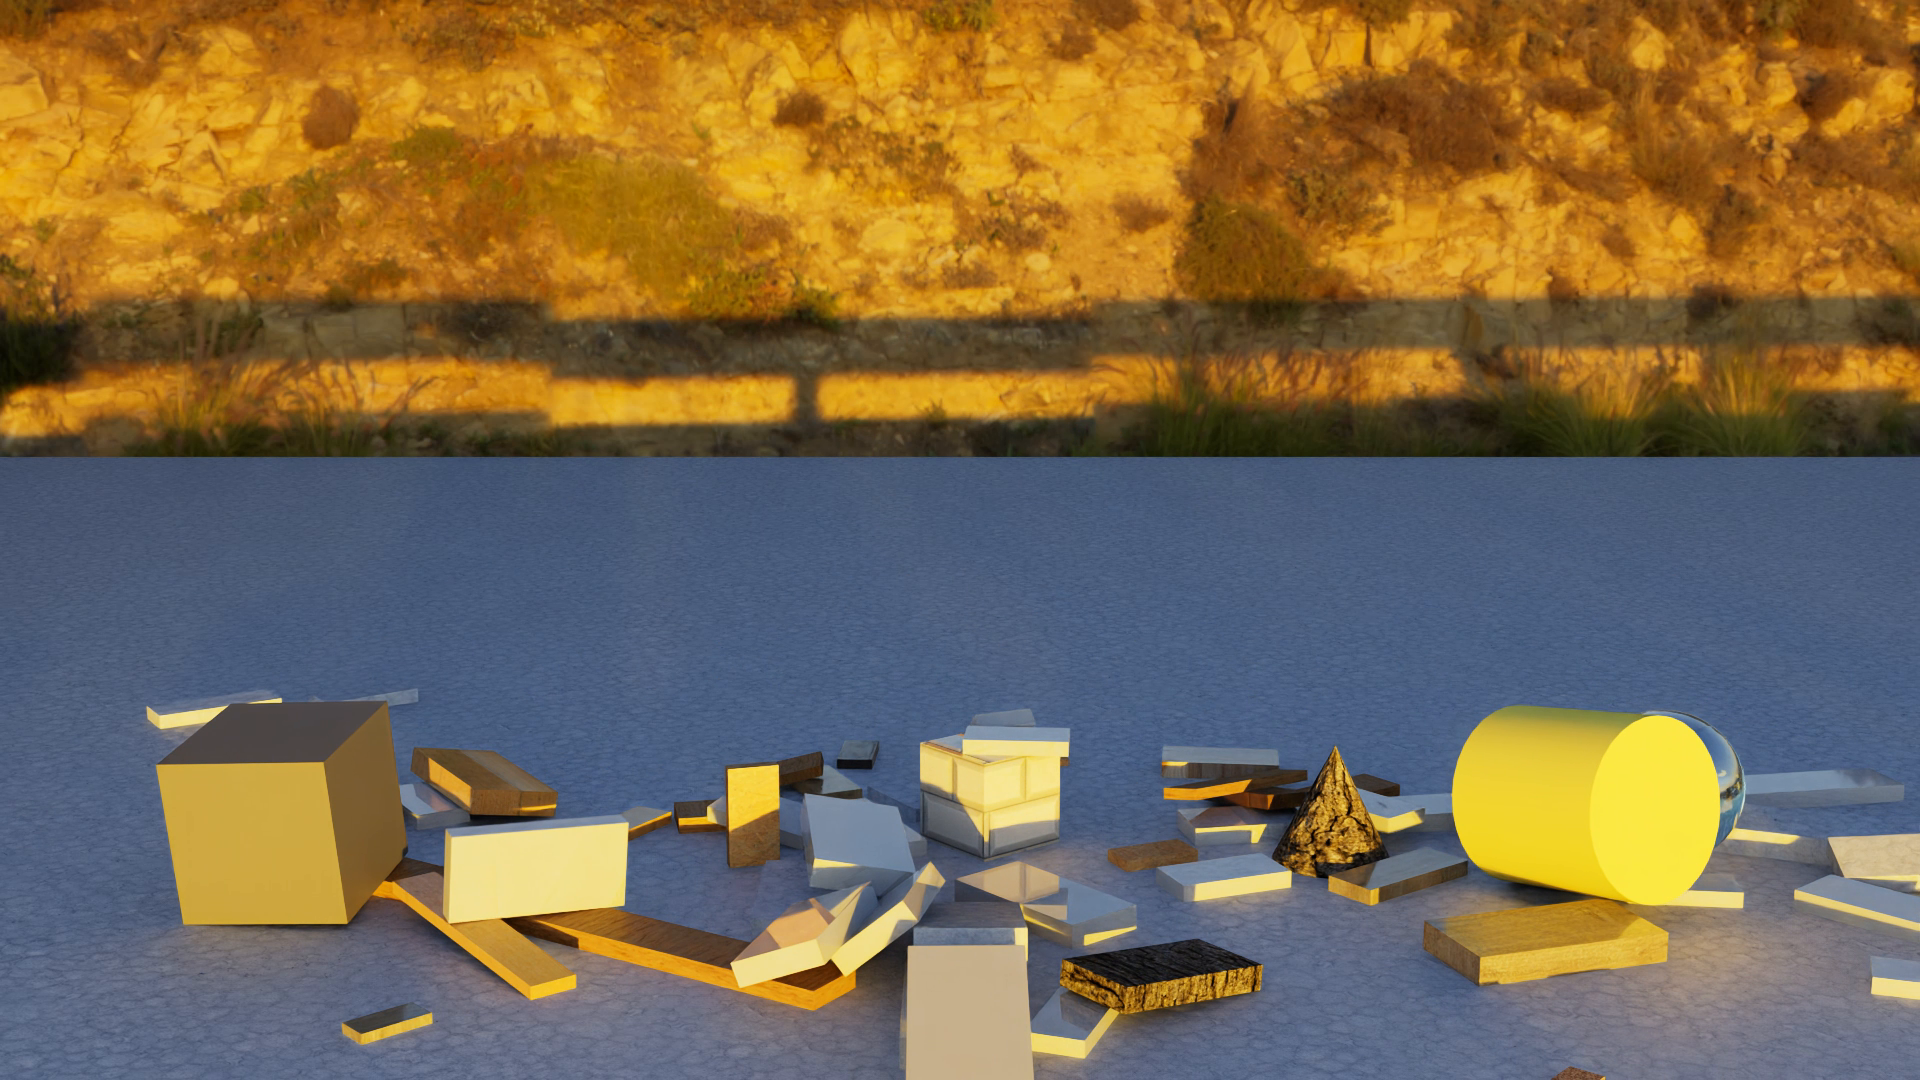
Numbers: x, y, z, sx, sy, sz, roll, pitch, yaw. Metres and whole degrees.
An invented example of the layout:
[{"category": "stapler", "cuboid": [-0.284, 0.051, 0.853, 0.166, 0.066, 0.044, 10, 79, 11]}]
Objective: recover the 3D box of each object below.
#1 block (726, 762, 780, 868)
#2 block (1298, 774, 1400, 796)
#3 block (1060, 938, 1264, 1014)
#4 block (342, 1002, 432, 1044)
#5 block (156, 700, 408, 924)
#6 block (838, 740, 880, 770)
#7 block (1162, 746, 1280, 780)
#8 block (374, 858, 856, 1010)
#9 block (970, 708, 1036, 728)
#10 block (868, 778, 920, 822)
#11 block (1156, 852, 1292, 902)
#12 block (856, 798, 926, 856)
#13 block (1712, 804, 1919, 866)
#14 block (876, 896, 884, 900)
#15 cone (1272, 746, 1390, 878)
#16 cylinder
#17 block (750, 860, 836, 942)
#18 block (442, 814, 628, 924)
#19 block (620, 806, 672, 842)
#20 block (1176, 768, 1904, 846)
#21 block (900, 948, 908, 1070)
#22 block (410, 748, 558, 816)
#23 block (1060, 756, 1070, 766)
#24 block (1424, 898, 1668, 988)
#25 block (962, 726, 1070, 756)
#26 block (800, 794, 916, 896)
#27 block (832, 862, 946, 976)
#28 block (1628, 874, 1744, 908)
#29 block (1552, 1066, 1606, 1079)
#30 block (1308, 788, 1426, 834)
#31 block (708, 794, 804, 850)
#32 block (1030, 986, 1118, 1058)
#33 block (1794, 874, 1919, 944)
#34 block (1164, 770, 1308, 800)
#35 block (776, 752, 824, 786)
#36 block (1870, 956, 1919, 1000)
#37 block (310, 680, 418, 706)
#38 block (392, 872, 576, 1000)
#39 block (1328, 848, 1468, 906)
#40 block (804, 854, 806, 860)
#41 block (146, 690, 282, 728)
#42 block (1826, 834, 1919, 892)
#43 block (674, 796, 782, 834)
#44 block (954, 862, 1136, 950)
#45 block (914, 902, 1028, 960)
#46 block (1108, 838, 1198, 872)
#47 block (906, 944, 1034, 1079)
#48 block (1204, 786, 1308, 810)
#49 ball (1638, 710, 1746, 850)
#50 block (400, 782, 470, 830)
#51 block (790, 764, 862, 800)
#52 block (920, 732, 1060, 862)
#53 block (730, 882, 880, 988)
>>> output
[{"category": "block", "cuboid": [-0.359, 0.475, 3.805, 0.088, 0.176, 0.025, -3, 11, -17]}, {"category": "block", "cuboid": [0.737, 0.482, 4.178, 0.185, 0.026, 0.092, -7, 13, -35]}, {"category": "block", "cuboid": [0.296, 0.637, 3.220, 0.275, 0.039, 0.138, 0, 8, -39]}, {"category": "block", "cuboid": [-0.812, 0.685, 3.117, 0.111, 0.016, 0.055, -10, 14, -42]}, {"category": "block", "cuboid": [-1.102, 0.443, 3.602, 0.275, 0.275, 0.275, -2, 16, 7]}, {"category": "block", "cuboid": [-0.206, 0.434, 4.452, 0.070, 0.020, 0.140, 1, 11, 4]}, {"category": "block", "cuboid": [0.517, 0.444, 4.369, 0.229, 0.032, 0.114, 1, 11, 7]}, {"category": "block", "cuboid": [-0.755, 0.591, 3.581, 1.358, 0.030, 0.104, 7, 12, 32]}, {"category": "block", "cuboid": [0.053, 0.403, 4.142, 0.114, 0.229, 0.032, -5, 52, -24]}, {"category": "block", "cuboid": [-0.092, 0.490, 4.141, 0.088, 0.025, 0.176, -7, 12, -32]}, {"category": "block", "cuboid": [0.444, 0.568, 3.707, 0.203, 0.029, 0.101, -4, 11, -21]}, {"category": "block", "cuboid": [-0.163, 0.521, 3.962, 0.101, 0.029, 0.272, -5, 12, -25]}, {"category": "block", "cuboid": [1.640, 0.535, 3.836, 0.653, 0.046, 0.163, 5, 11, 23]}, {"category": "block", "cuboid": [-0.135, 0.591, 3.516, 0.111, 0.055, 0.016, -12, -21, -47]}, {"category": "cone", "cuboid": [0.649, 0.456, 3.823, 0.207, 0.207, 0.207, 0, 11, 0]}, {"category": "cylinder", "cuboid": [1.022, 0.428, 3.601, 0.299, 0.299, 0.299, -6, 3, -31]}, {"category": "block", "cuboid": [-0.257, 0.586, 3.581, 0.141, 0.040, 0.282, 0, 11, 0]}, {"category": "block", "cuboid": [-0.668, 0.517, 3.470, 0.282, 0.141, 0.040, -2, 14, -26]}, {"category": "block", "cuboid": [-0.601, 0.518, 3.998, 0.075, 0.021, 0.149, 6, 12, 29]}, {"category": "block", "cuboid": [1.094, 0.494, 4.097, 1.399, 0.032, 0.114, -2, 11, -11]}, {"category": "block", "cuboid": [0.001, 0.665, 3.138, 0.164, 0.047, 0.328, 0, 11, 0]}, {"category": "block", "cuboid": [-0.905, 0.457, 4.170, 0.164, 0.046, 0.330, 7, 5, -34]}, {"category": "block", "cuboid": [0.180, 0.438, 4.447, 0.050, 0.014, 0.101, -3, 11, -16]}, {"category": "block", "cuboid": [0.902, 0.618, 3.391, 0.328, 0.046, 0.164, -3, 11, -18]}, {"category": "block", "cuboid": [0.101, 0.356, 3.892, 0.184, 0.026, 0.092, 1, 11, 5]}, {"category": "block", "cuboid": [-0.173, 0.504, 3.638, 0.164, 0.046, 0.328, 9, 10, -9]}, {"category": "block", "cuboid": [-0.107, 0.572, 3.339, 0.138, 0.039, 0.275, -38, -2, 8]}, {"category": "block", "cuboid": [1.197, 0.579, 3.655, 0.183, 0.026, 0.091, 1, 11, 7]}, {"category": "block", "cuboid": [0.806, 0.725, 2.905, 0.050, 0.014, 0.101, 9, 14, 40]}, {"category": "block", "cuboid": [0.728, 0.485, 3.980, 0.101, 0.029, 0.203, -9, 14, -39]}, {"category": "block", "cuboid": [-0.343, 0.500, 3.967, 0.202, 0.029, 0.101, 13, 24, 25]}, {"category": "block", "cuboid": [0.160, 0.680, 3.113, 0.090, 0.026, 0.181, 4, 11, 20]}, {"category": "block", "cuboid": [1.484, 0.596, 3.543, 0.118, 0.033, 0.236, -9, 14, -40]}, {"category": "block", "cuboid": [0.516, 0.453, 4.084, 0.070, 0.020, 0.382, -3, -2, 40]}, {"category": "block", "cuboid": [-0.340, 0.449, 4.254, 0.149, 0.021, 0.075, -14, 16, 2]}, {"category": "block", "cuboid": [1.501, 0.658, 3.232, 0.301, 0.026, 0.090, 4, 11, 20]}, {"category": "block", "cuboid": [-1.323, 0.350, 4.882, 0.209, 0.030, 0.104, -8, 13, -37]}, {"category": "block", "cuboid": [-0.745, 0.609, 3.413, 0.075, 0.021, 0.464, -8, 18, -38]}, {"category": "block", "cuboid": [0.742, 0.567, 3.720, 0.245, 0.026, 0.092, -8, 13, -37]}, {"category": "block", "cuboid": [-0.211, 0.554, 3.820, 0.111, 0.016, 0.055, 5, 12, 27]}, {"category": "block", "cuboid": [-1.624, 0.367, 4.792, 0.260, 0.028, 0.100, -7, 13, -34]}, {"category": "block", "cuboid": [1.593, 0.542, 3.693, 0.236, 0.033, 0.118, -4, 26, 8]}, {"category": "block", "cuboid": [-0.421, 0.505, 4.049, 0.202, 0.029, 0.101, -2, 11, -12]}, {"category": "block", "cuboid": [0.136, 0.589, 3.564, 0.141, 0.040, 0.282, -9, 14, -40]}, {"category": "block", "cuboid": [0.013, 0.591, 3.332, 0.164, 0.047, 0.329, 0, -3, -1]}, {"category": "block", "cuboid": [0.336, 0.549, 3.833, 0.140, 0.020, 0.070, -5, 12, -24]}, {"category": "block", "cuboid": [0.011, 0.659, 2.945, 0.164, 0.047, 0.328, 0, 25, -1]}, {"category": "block", "cuboid": [0.550, 0.475, 4.078, 0.091, 0.026, 0.234, -2, -1, -23]}, {"category": "ball", "cuboid": [1.223, 0.427, 3.818, 0.266, 0.266, 0.266, 0, 11, 0]}, {"category": "block", "cuboid": [-0.999, 0.494, 4.106, 0.100, 0.028, 0.200, -7, 12, -32]}, {"category": "block", "cuboid": [-0.262, 0.473, 4.233, 0.088, 0.025, 0.176, -5, 12, -24]}, {"category": "block", "cuboid": [0.053, 0.451, 3.934, 0.177, 0.177, 0.177, -9, 14, -39]}, {"category": "block", "cuboid": [-0.228, 0.587, 3.286, 0.138, 0.039, 0.275, -18, 4, 16]}]
